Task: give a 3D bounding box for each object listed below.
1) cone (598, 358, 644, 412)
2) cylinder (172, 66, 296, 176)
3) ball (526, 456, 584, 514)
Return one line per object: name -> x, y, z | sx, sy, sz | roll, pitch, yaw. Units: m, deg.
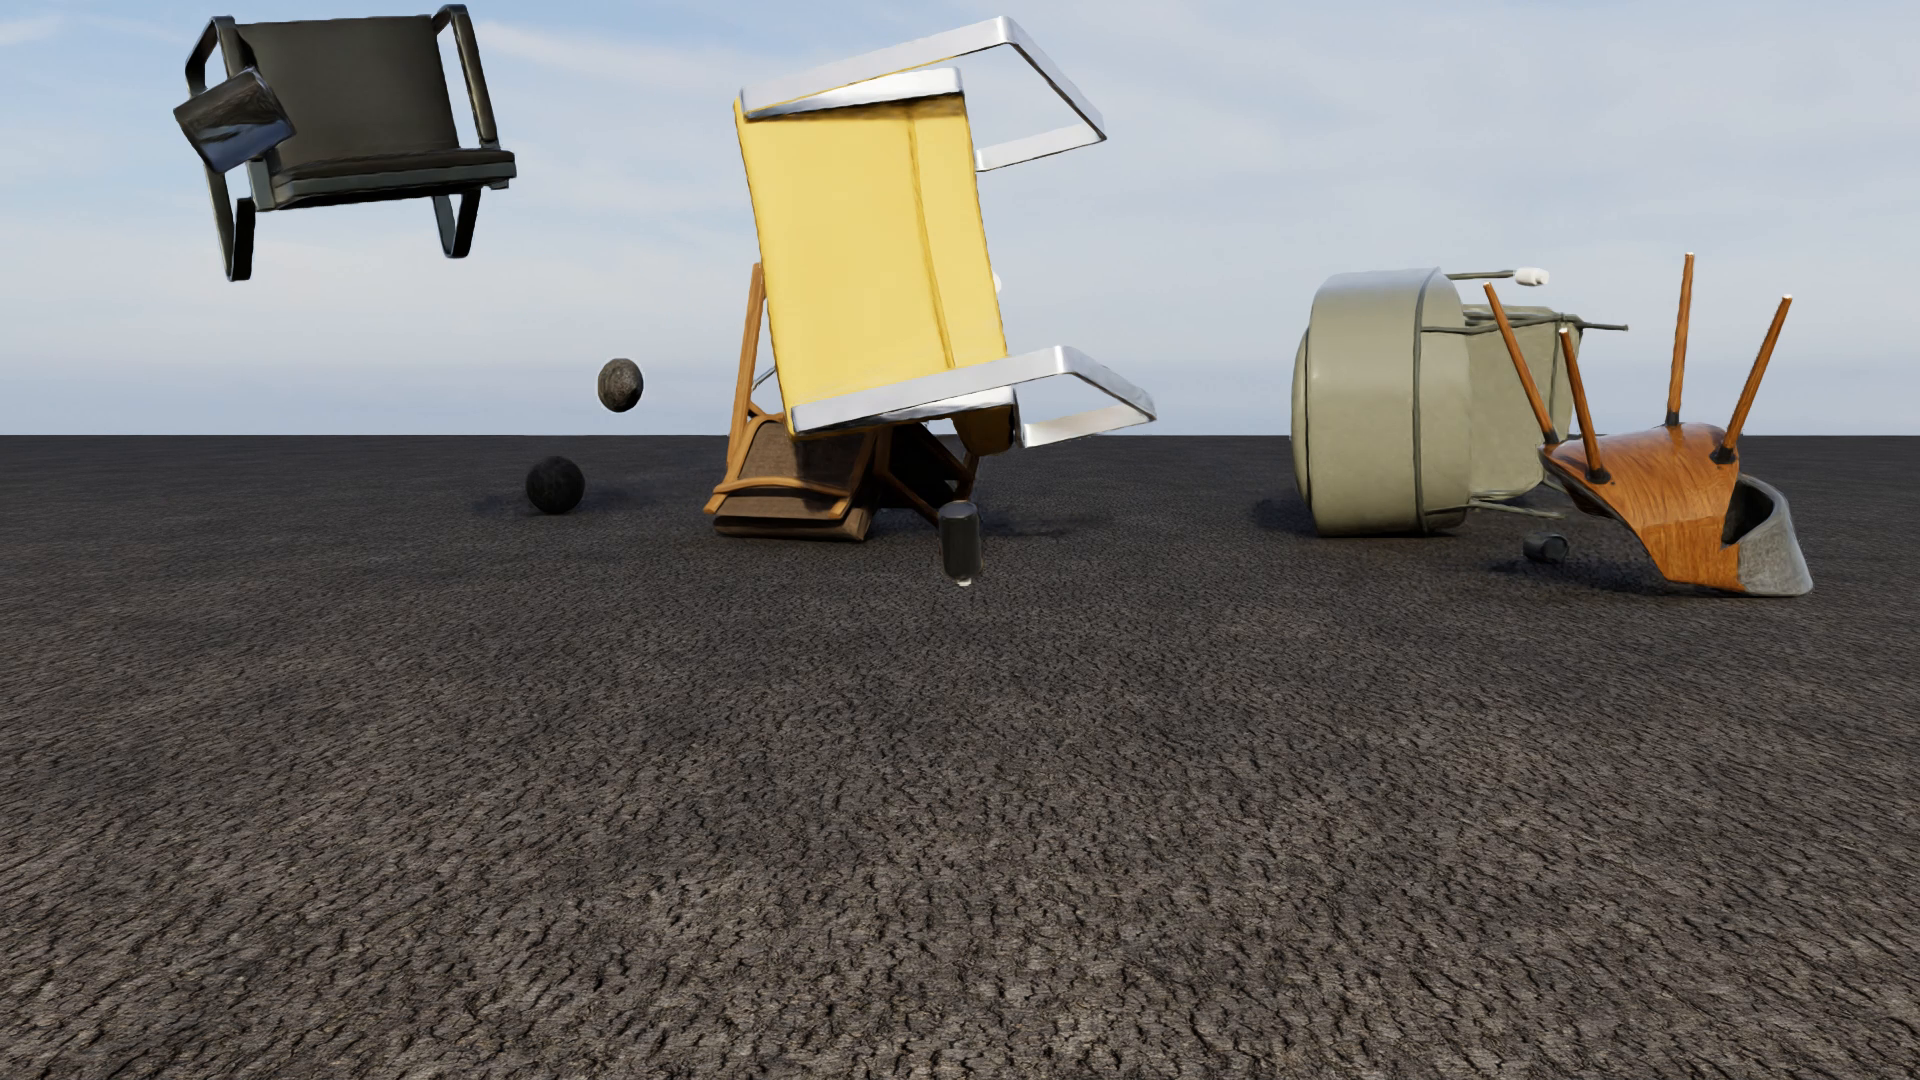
cone -> -1.042, -0.483, 6.912 | 0.158, 0.173, 0.119 | 9, 2, -34
cylinder -> -1.547, -0.893, 4.695 | 0.188, 0.179, 0.116 | -29, 50, -2
ball -> -1.453, -0.197, 7.895 | 0.209, 0.209, 0.209 | 0, 4, 0
